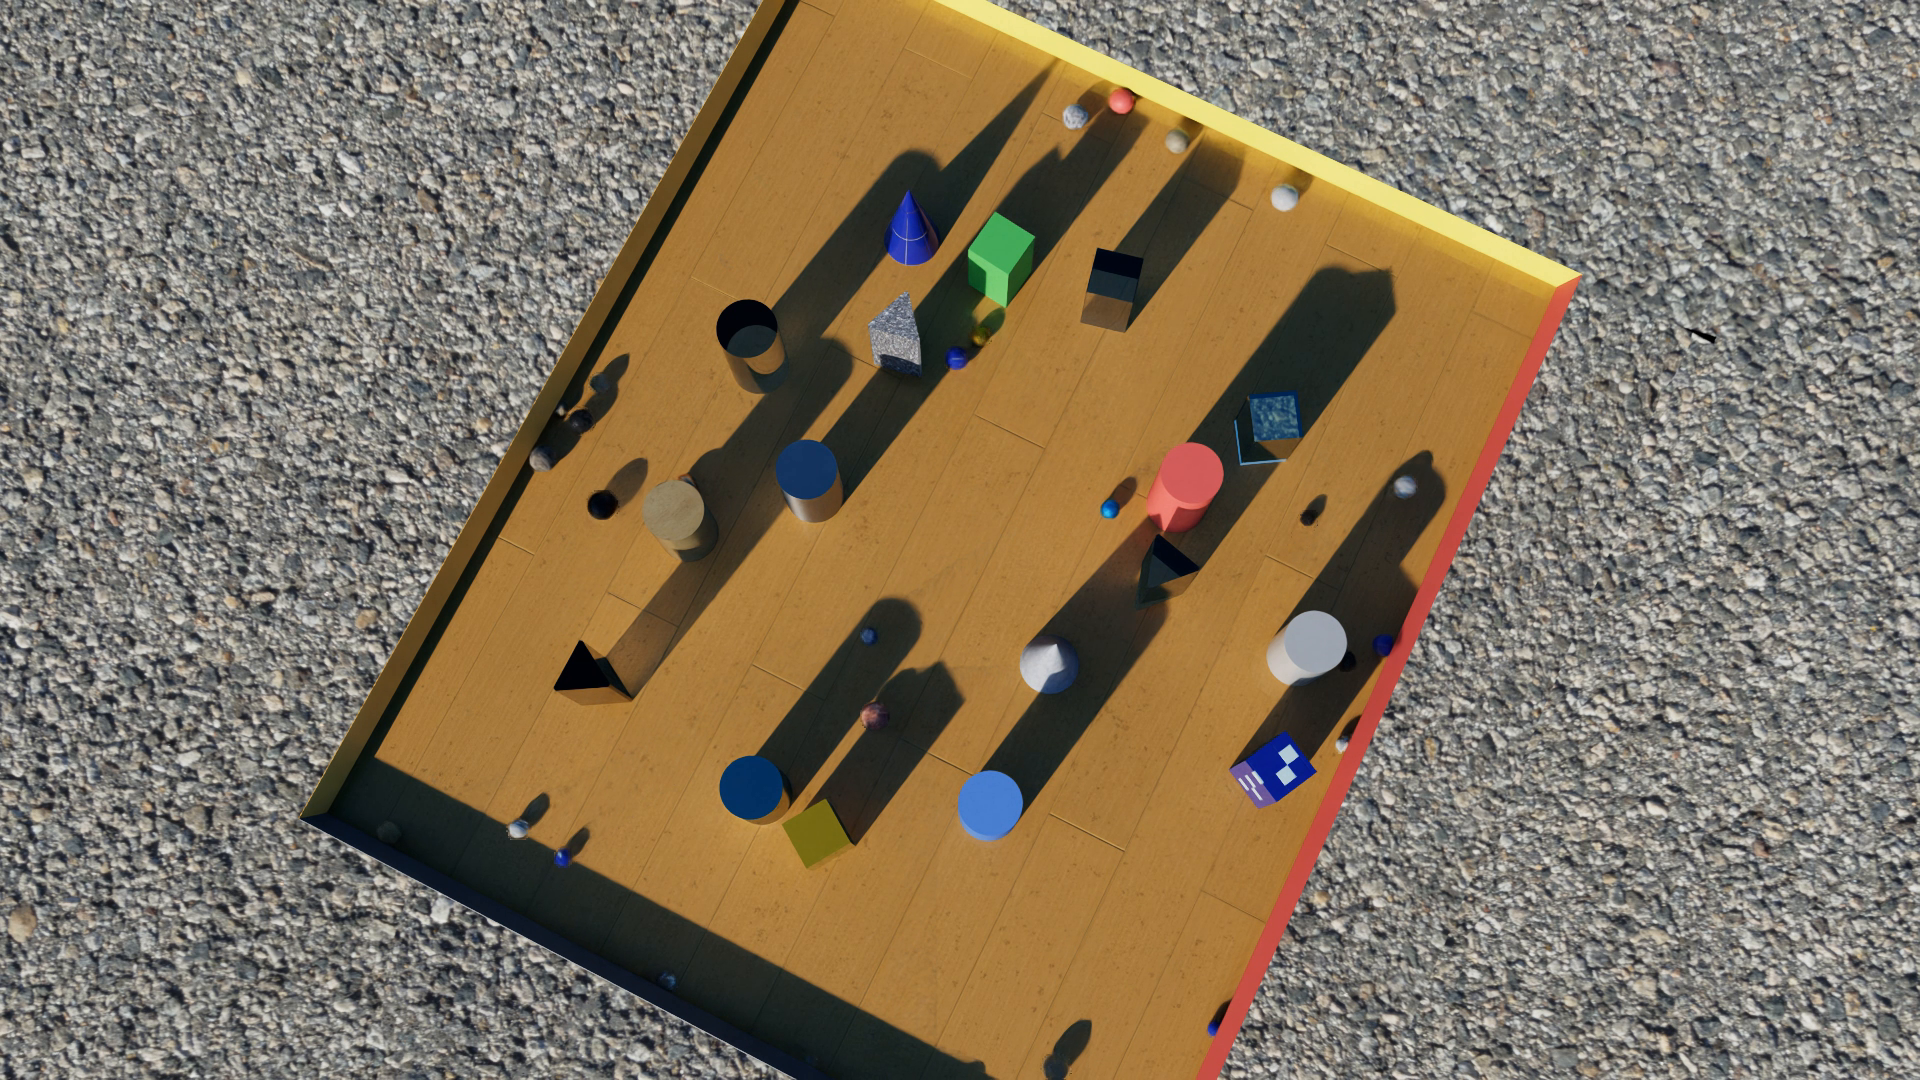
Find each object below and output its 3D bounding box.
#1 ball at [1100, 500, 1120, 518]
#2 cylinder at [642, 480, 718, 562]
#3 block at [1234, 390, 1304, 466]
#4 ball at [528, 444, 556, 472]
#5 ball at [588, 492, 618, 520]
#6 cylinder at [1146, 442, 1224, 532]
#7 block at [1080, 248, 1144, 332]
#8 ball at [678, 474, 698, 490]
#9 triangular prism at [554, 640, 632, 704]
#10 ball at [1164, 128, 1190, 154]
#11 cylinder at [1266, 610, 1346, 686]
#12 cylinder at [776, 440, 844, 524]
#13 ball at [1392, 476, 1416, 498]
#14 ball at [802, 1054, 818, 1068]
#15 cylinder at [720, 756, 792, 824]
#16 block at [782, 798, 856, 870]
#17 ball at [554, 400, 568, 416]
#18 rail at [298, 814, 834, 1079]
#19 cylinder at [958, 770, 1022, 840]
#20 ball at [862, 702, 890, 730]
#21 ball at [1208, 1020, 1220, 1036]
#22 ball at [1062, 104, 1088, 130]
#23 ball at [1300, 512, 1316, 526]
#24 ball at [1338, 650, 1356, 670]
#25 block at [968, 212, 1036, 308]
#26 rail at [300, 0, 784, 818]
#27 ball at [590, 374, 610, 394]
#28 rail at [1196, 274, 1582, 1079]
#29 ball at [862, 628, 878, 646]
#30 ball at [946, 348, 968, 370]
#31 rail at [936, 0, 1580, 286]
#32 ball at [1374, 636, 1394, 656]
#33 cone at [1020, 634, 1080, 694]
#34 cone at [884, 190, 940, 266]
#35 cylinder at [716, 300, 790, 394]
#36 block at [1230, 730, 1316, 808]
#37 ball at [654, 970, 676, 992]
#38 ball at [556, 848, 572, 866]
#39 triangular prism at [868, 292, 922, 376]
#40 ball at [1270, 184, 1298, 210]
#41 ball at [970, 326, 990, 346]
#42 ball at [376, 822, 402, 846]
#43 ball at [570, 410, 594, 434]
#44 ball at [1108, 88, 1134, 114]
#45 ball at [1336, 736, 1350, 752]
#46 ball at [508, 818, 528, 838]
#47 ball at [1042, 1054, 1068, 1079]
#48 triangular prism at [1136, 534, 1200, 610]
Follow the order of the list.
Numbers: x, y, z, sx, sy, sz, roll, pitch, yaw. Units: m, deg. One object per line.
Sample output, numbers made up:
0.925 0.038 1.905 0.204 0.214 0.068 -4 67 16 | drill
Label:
0.461 -0.096 5.606 0.059 0.059 0.059 0 78 0 | ball
-0.830 -0.054 5.464 0.180 0.320 0.180 0 78 0 | cylinder
0.931 -0.337 5.540 0.144 0.286 0.144 -5 78 -1 | block
-1.281 -0.250 5.626 0.083 0.083 0.083 0 78 0 | ball
-1.092 -0.104 5.592 0.090 0.090 0.090 0 78 0 | ball
0.664 -0.151 5.440 0.180 0.406 0.180 0 78 0 | cylinder
0.464 -0.764 5.627 0.144 0.289 0.144 14 79 3 | block
-0.838 -0.166 5.614 0.071 0.071 0.071 0 78 0 | ball
-1.068 0.387 5.349 0.156 0.368 0.135 -4 78 -1 | triangular prism
0.693 -1.273 5.839 0.079 0.079 0.079 0 78 0 | ball
1.017 0.322 5.393 0.180 0.307 0.180 0 78 0 | cylinder
-0.447 -0.173 5.487 0.180 0.323 0.180 0 78 0 | cylinder
1.363 -0.161 5.614 0.070 0.070 0.070 0 78 0 | ball
-0.433 1.507 5.281 0.046 0.046 0.046 0 78 0 | ball
-0.589 0.728 5.312 0.180 0.300 0.180 0 78 0 | cylinder
-0.407 0.856 5.309 0.144 0.256 0.144 -30 80 -6 | block
-1.237 -0.408 5.677 0.047 0.047 0.047 0 78 0 | ball
-0.708 1.393 5.268 2.698 0.117 0.045 26 80 5 | rail
0.085 0.768 5.274 0.180 0.360 0.180 0 78 0 | cylinder
-0.250 0.525 5.466 0.083 0.083 0.083 0 78 0 | ball
0.738 1.414 5.301 0.046 0.046 0.046 0 78 0 | ball
0.369 -1.351 5.854 0.080 0.080 0.080 0 78 0 | ball
1.064 -0.065 5.605 0.048 0.048 0.048 0 78 0 | ball
1.162 0.361 5.512 0.058 0.058 0.058 0 78 0 | ball
0.125 -0.858 5.637 0.144 0.308 0.144 33 80 6 | block
-1.186 -0.574 5.674 0.045 0.117 3.214 26 80 5 | rail
-1.118 -0.485 5.686 0.065 0.065 0.065 0 78 0 | ball
1.186 0.587 5.434 0.045 0.117 3.214 26 80 5 | rail
-0.271 0.292 5.530 0.052 0.052 0.052 0 78 0 | ball
-0.009 -0.563 5.696 0.072 0.072 0.072 0 78 0 | ball
0.708 -1.381 5.841 2.698 0.117 0.045 26 80 5 | rail
1.274 0.318 5.517 0.059 0.059 0.059 0 78 0 | ball
0.270 0.334 5.337 0.180 0.411 0.180 0 78 0 | cone
-0.152 -0.997 5.616 0.180 0.404 0.180 0 78 0 | cone
-0.624 -0.581 5.545 0.180 0.375 0.180 0 78 0 | cylinder
0.903 0.669 5.312 0.144 0.326 0.144 -35 81 -7 | block
-0.856 1.282 5.320 0.061 0.061 0.061 0 78 0 | ball
-1.167 0.934 5.398 0.049 0.049 0.049 0 78 0 | ball
-0.176 -0.632 5.559 0.156 0.367 0.135 17 79 3 | triangular prism
1.026 -1.085 5.796 0.086 0.086 0.086 0 78 0 | ball
0.062 -0.636 5.718 0.059 0.059 0.059 0 78 0 | ball
-1.683 0.866 5.402 0.069 0.069 0.069 0 78 0 | ball
-1.169 -0.367 5.654 0.074 0.074 0.074 0 78 0 | ball
0.517 -1.406 5.866 0.080 0.080 0.080 0 78 0 | ball
1.145 0.610 5.465 0.049 0.049 0.049 0 78 0 | ball
-1.303 0.852 5.410 0.058 0.058 0.058 0 78 0 | ball
0.275 1.517 5.264 0.076 0.076 0.076 0 78 0 | ball
0.584 0.085 5.398 0.156 0.394 0.135 -19 79 -4 | triangular prism
